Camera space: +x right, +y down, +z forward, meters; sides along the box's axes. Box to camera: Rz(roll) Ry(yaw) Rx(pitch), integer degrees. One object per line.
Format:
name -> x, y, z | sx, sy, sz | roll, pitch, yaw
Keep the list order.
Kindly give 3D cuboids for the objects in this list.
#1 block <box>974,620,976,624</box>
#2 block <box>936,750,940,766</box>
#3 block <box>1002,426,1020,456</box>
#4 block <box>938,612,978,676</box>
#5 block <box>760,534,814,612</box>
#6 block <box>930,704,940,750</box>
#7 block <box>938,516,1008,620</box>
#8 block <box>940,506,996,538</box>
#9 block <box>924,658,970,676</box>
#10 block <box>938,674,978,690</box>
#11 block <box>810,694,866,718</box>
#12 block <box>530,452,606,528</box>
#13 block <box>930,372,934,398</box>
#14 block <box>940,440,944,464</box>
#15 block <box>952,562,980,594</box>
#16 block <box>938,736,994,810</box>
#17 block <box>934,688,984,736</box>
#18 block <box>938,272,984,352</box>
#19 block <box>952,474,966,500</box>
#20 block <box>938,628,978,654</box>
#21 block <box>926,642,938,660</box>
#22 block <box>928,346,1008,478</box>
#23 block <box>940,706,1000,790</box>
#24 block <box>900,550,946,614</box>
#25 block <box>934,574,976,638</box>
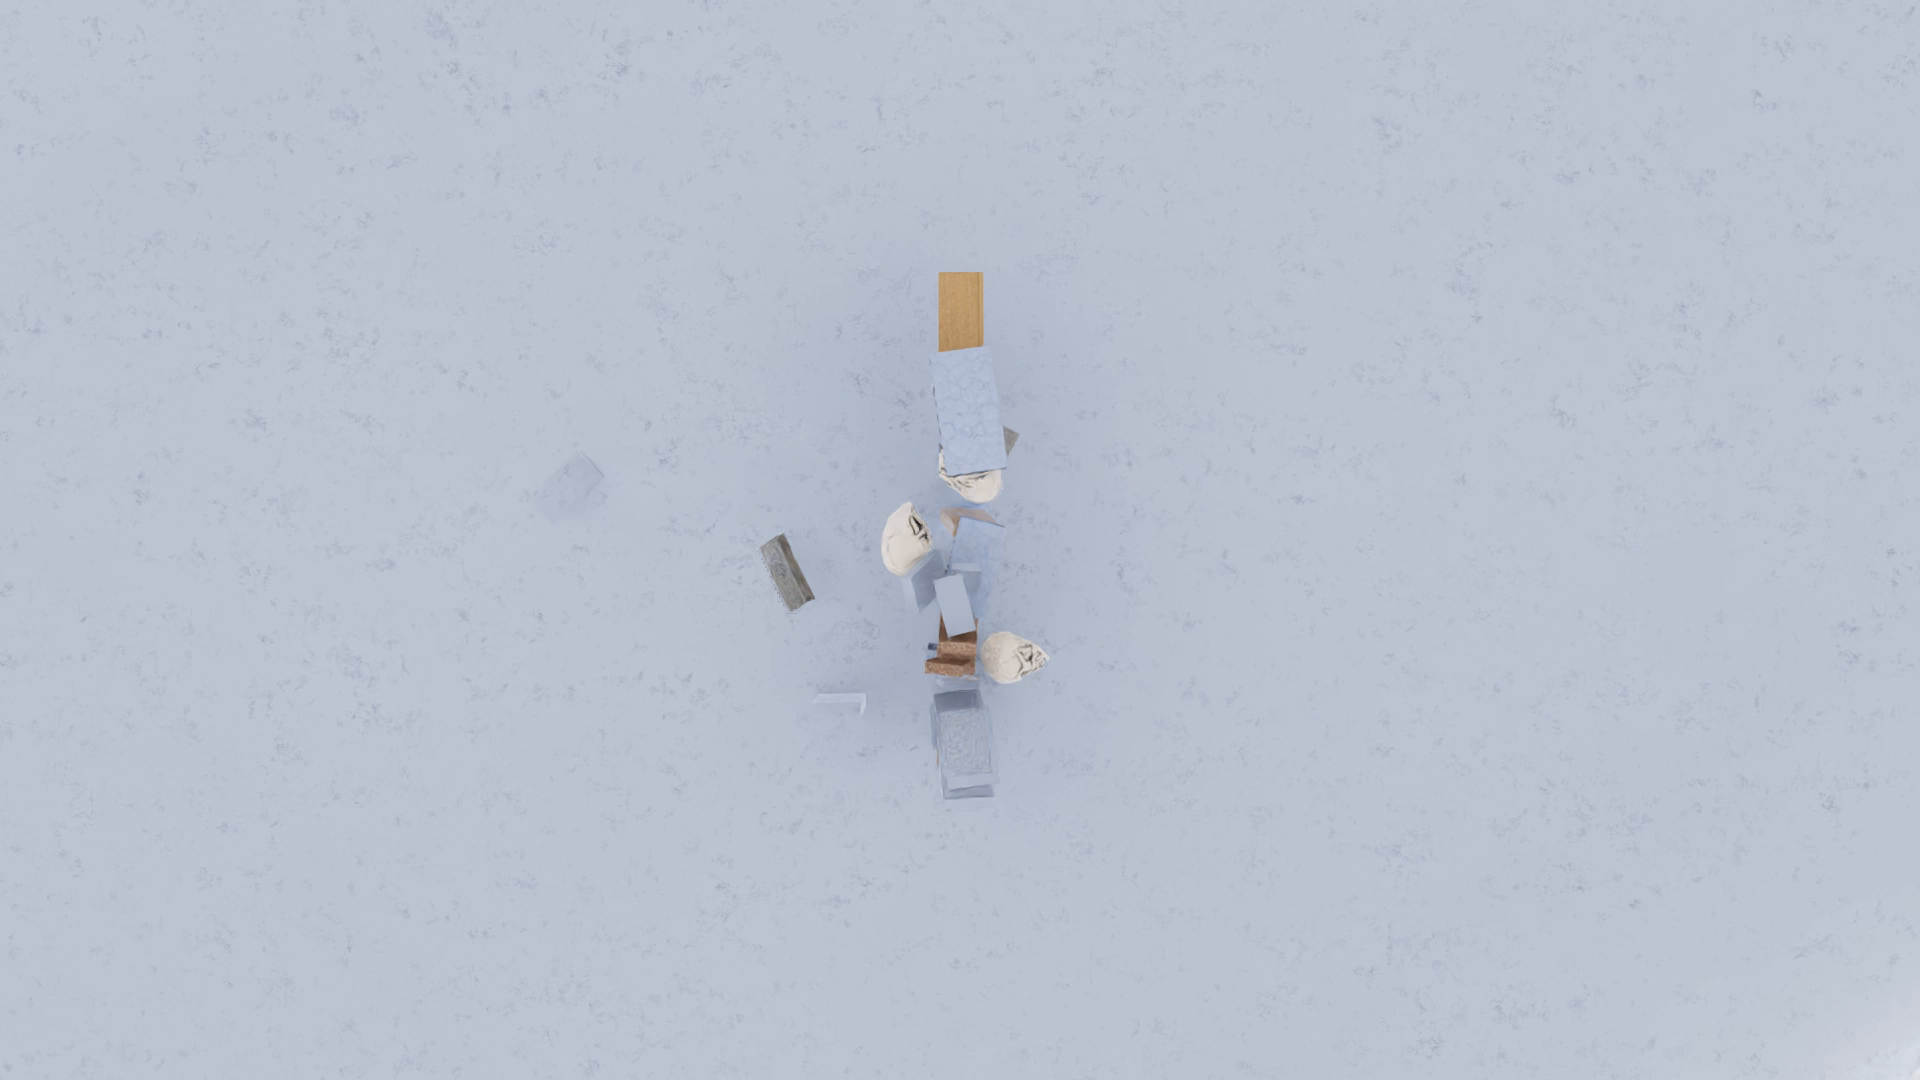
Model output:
block -> 0.001, 0.248, 5.101 | 0.088, 0.245, 0.025 | 14, 90, 0
block -> 0.005, 0.689, 5.341 | 0.159, 0.318, 0.045 | 0, 90, 0
block -> 0.068, -0.308, 5.002 | 0.179, 0.358, 0.051 | 27, 82, -2
block -> -0.007, 0.305, 5.241 | 0.121, 0.034, 0.241 | 4, 90, 0
block -> -0.555, 0.106, 5.287 | 0.033, 0.116, 0.232 | -23, 85, -39
block -> -0.015, 0.592, 5.340 | 0.159, 0.318, 0.045 | -8, 103, 0
block -> 0.039, 0.088, 5.168 | 0.151, 0.043, 0.302 | 14, 97, -2
block -> 0.033, -0.051, 5.336 | 0.151, 0.302, 0.043 | 4, 102, -11
block -> -0.038, 0.393, 5.103 | 0.117, 0.233, 0.033 | 6, 90, 6
block -> -0.007, 0.460, 5.379 | 0.117, 0.233, 0.033 | 2, 89, -4
block -> -0.391, 0.535, 5.341 | 0.159, 0.318, 0.045 | -1, 90, 0
block -> -1.297, -0.167, 5.449 | 0.232, 0.033, 0.116 | -45, 100, -1
block -> 0.001, -0.472, 5.003 | 0.179, 0.358, 0.051 | 3, 89, -1
block -> 0.006, -0.376, 5.203 | 0.138, 0.039, 0.276 | 0, 90, 0
block -> 0.018, 0.120, 5.068 | 0.088, 0.176, 0.025 | 1, 64, 0
block -> 0.016, 0.709, 5.048 | 0.154, 0.308, 0.044 | -2, 120, -3
block -> 0.002, 0.552, 5.305 | 0.154, 0.308, 0.044 | -9, 103, -3
block -> 0.003, -0.667, 4.950 | 0.134, 0.038, 0.268 | 0, 90, 0
block -> -0.003, -0.179, 5.403 | 0.045, 0.013, 0.091 | 0, 90, 0
block -> -0.008, 0.310, 5.063 | 0.117, 0.320, 0.033 | 4, 94, 0
block -> -0.049, 0.373, 5.379 | 0.121, 0.241, 0.034 | 10, 92, 0
block -> 0.024, -0.374, 4.795 | 0.179, 0.051, 0.358 | -8, 89, -2
block -> 0.028, 0.628, 5.009 | 0.154, 0.308, 0.044 | -8, 123, -1
block -> -0.106, 0.127, 5.035 | 0.033, 0.232, 0.116 | -6, 109, 25
block -> -0.016, 0.197, 4.968 | 0.088, 0.025, 0.176 | -15, 88, -2
